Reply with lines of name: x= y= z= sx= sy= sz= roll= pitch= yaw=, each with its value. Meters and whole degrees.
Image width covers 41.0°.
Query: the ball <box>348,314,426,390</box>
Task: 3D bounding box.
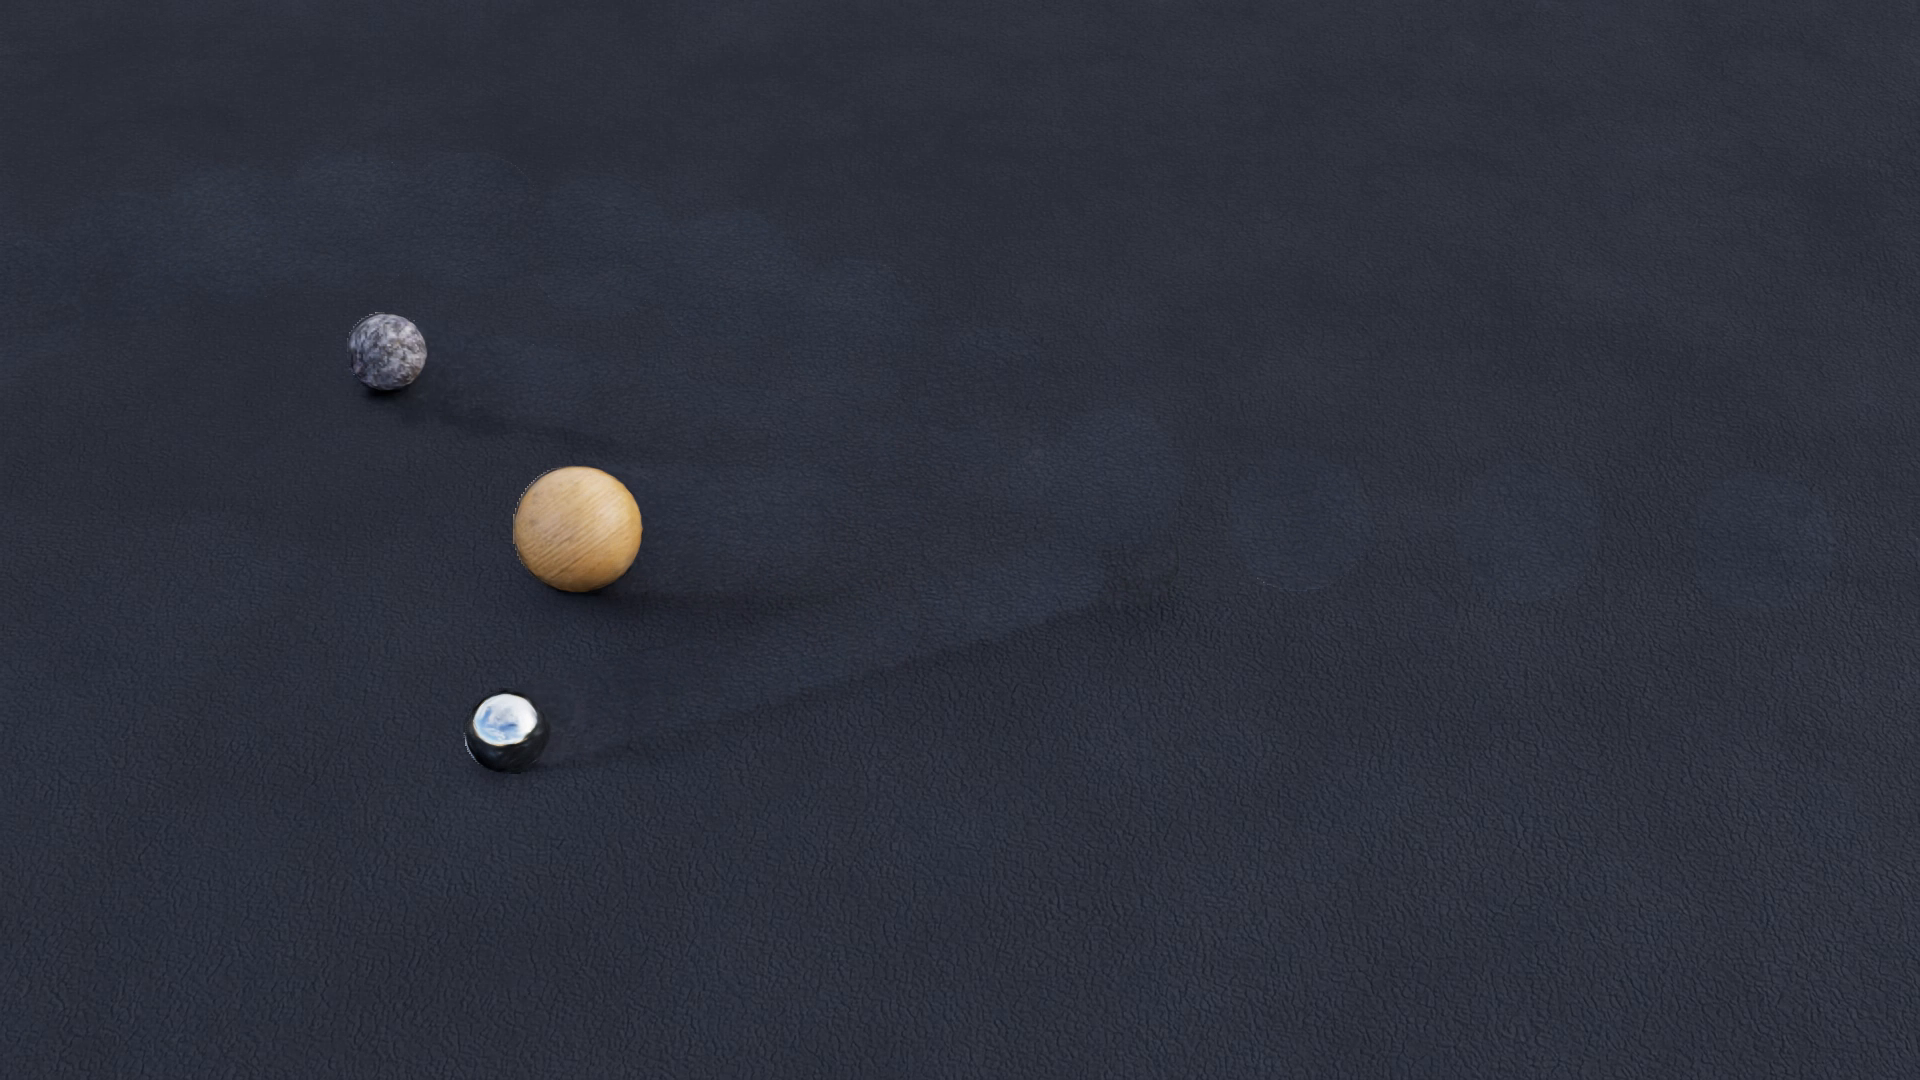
ball: x=-0.386 y=-0.126 z=1.729 sx=0.052 sy=0.052 sz=0.052 roll=0 pitch=37 yaw=0

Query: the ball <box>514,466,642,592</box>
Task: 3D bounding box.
ball: x=-0.230 y=-0.007 z=1.548 sx=0.076 sy=0.076 sz=0.076 roll=0 pitch=37 yaw=0

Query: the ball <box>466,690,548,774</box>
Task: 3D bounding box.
ball: x=-0.251 y=0.106 z=1.423 sx=0.046 sy=0.046 sz=0.046 roll=0 pitch=37 yaw=0
